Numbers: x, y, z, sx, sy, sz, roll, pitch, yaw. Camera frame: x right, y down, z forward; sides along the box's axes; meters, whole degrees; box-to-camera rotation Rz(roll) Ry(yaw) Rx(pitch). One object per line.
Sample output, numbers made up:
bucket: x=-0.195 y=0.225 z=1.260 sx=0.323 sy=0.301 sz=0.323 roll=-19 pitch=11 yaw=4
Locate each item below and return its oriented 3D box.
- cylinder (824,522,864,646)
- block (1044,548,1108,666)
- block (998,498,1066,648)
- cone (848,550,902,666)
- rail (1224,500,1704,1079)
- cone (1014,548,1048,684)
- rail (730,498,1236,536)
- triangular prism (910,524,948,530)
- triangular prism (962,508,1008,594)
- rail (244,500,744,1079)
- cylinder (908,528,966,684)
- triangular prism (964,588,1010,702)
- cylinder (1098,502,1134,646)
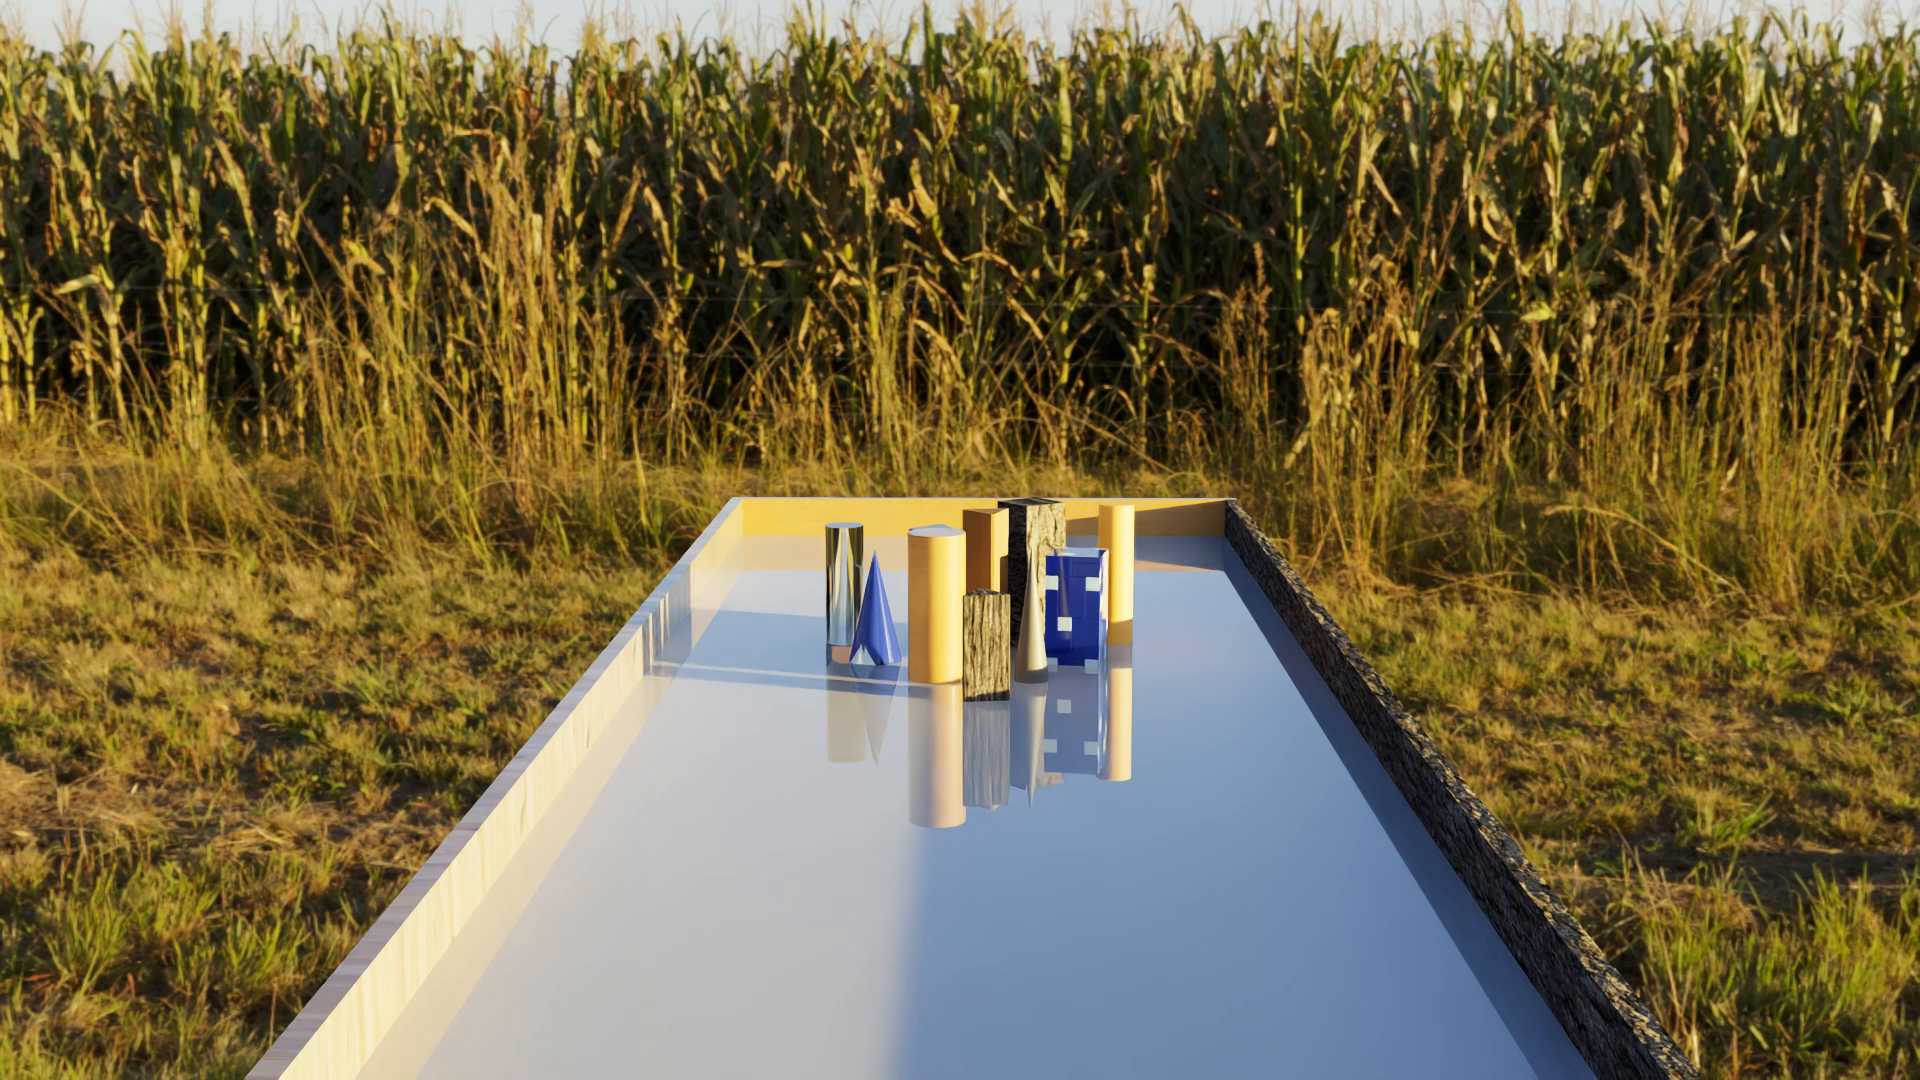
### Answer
cylinder: x=-0.363 y=0.139 z=6.928 sx=0.122 sy=0.376 sz=0.122 roll=0 pitch=9 yaw=0
block: x=0.354 y=0.201 z=6.674 sx=0.165 sy=0.333 sz=0.165 roll=2 pitch=9 yaw=12
block: x=0.223 y=0.103 z=6.916 sx=0.152 sy=0.451 sz=0.152 roll=-7 pitch=11 yaw=-36
cone: x=-0.258 y=0.194 z=6.683 sx=0.163 sy=0.345 sz=0.163 roll=0 pitch=9 yaw=0
rail: x=1.046 y=0.843 z=3.208 sx=0.050 sy=0.150 sz=12.000 roll=0 pitch=9 yaw=1
cone: x=0.208 y=0.207 z=6.399 sx=0.104 sy=0.409 sz=0.104 roll=0 pitch=9 yaw=0
rail: x=0.099 y=-0.098 z=9.147 sx=2.100 sy=0.150 sz=0.050 roll=0 pitch=9 yaw=1
triangular prism: x=-0.072 y=0.140 z=6.947 sx=0.148 sy=0.369 sz=0.128 roll=2 pitch=9 yaw=14
triangular prism: x=0.099 y=0.134 z=6.702 sx=0.121 sy=0.457 sz=0.140 roll=-8 pitch=12 yaw=-40
rail: x=-1.004 y=0.839 z=3.234 sx=0.050 sy=0.150 sz=12.000 roll=0 pitch=9 yaw=1
cylinder: x=-0.068 y=0.191 z=6.425 sx=0.170 sy=0.432 sz=0.170 roll=0 pitch=9 yaw=0
triangular prism: x=0.066 y=0.293 z=6.196 sx=0.132 sy=0.301 sz=0.115 roll=-1 pitch=9 yaw=-8
cylinder: x=0.491 y=0.104 z=6.943 sx=0.111 sy=0.441 sz=0.111 roll=0 pitch=9 yaw=0
